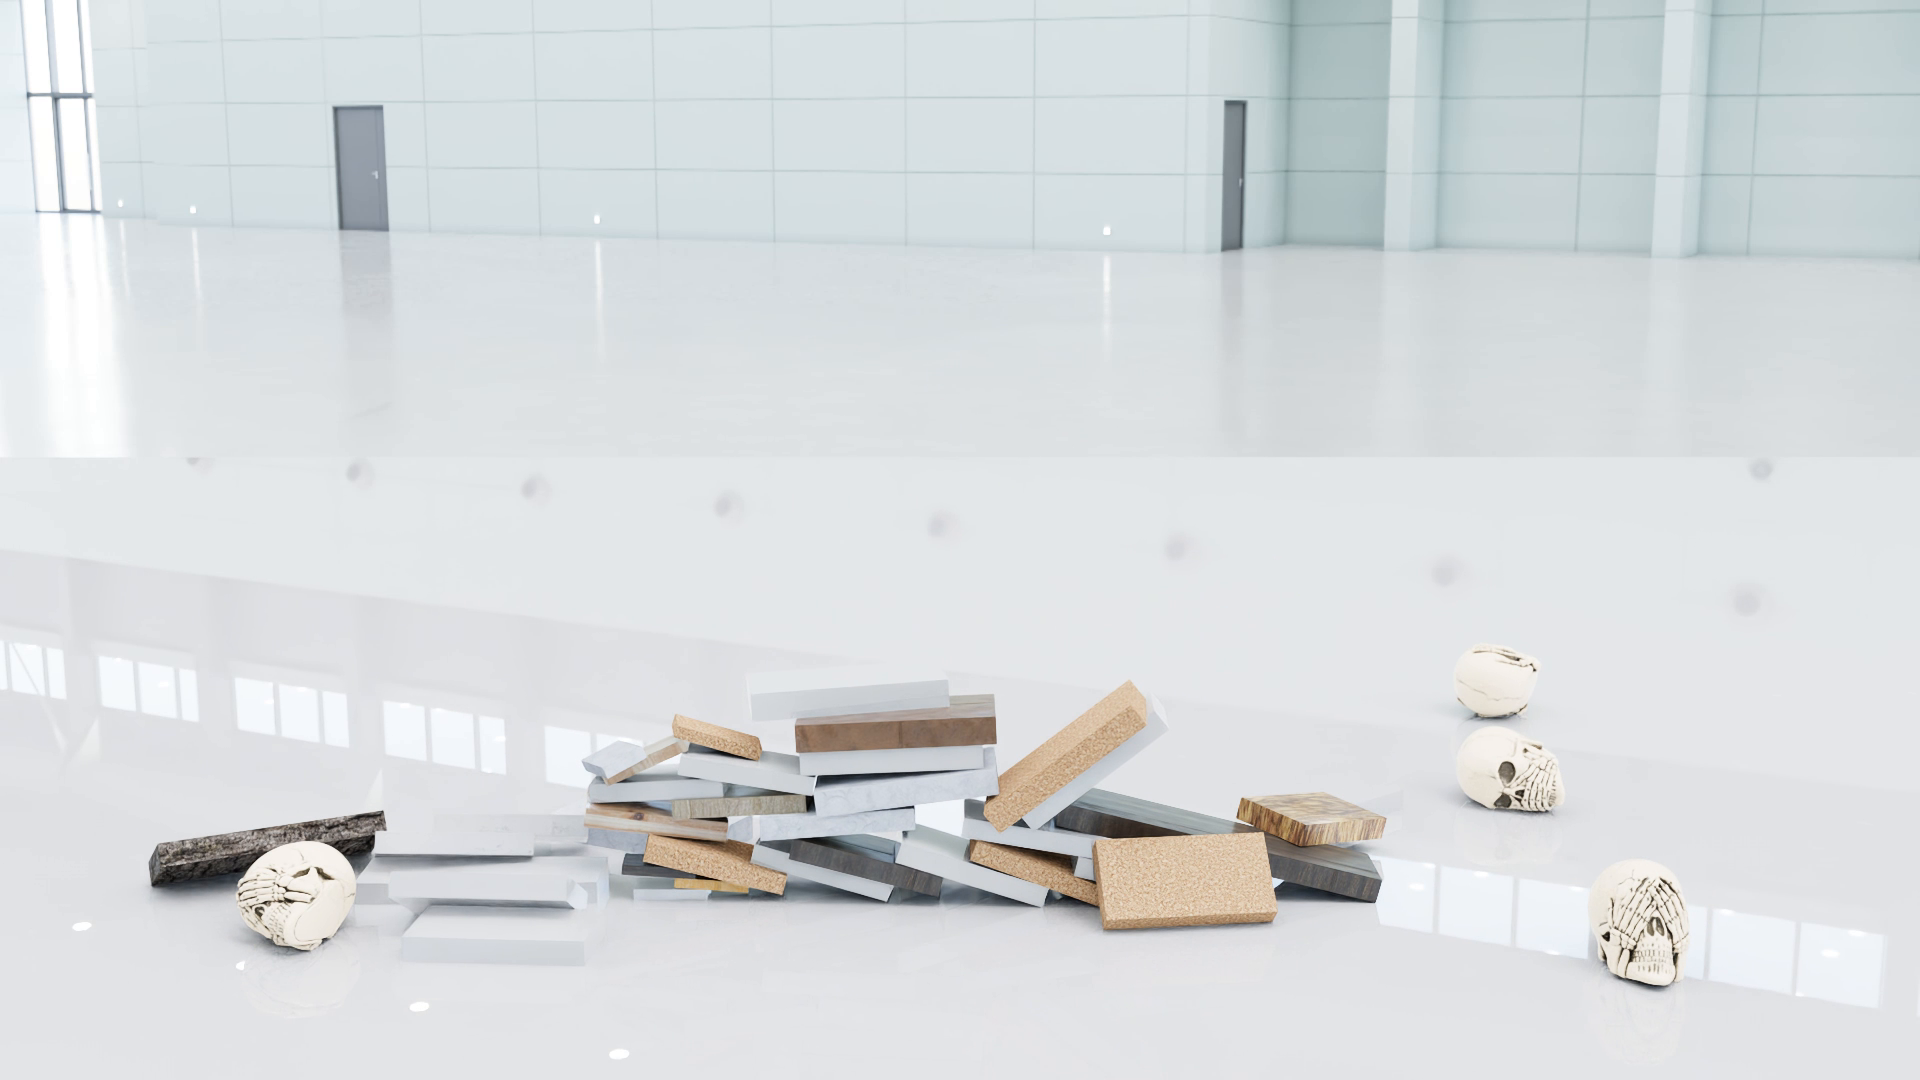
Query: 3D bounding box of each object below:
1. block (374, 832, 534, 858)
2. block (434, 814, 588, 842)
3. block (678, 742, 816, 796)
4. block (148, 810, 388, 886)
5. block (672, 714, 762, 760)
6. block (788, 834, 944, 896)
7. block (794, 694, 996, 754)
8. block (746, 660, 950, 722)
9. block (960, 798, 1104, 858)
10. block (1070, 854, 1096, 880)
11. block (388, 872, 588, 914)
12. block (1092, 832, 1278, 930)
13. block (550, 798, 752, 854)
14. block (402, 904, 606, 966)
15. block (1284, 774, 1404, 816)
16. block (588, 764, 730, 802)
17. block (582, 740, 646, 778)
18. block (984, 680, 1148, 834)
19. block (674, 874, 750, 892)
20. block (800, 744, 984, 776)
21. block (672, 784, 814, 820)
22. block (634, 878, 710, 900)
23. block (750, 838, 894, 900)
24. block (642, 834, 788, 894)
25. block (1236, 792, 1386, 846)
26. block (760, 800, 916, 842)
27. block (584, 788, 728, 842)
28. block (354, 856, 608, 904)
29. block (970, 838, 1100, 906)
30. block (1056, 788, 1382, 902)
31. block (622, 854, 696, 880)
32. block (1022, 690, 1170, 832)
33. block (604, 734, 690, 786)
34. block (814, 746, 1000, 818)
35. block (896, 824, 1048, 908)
[{"bbox_3d":[-0.862,0.522,3.745,0.259,0.037,0.130,3,-13,-14],"label":"block"},{"bbox_3d":[-0.778,0.501,3.824,0.259,0.037,0.130,2,-13,-10],"label":"block"},{"bbox_3d":[-0.348,0.376,3.647,0.222,0.031,0.111,9,10,-1],"label":"block"},{"bbox_3d":[-1.176,0.523,3.741,0.370,0.040,0.141,-6,-18,-28],"label":"block"},{"bbox_3d":[-0.403,0.327,3.649,0.146,0.021,0.073,17,7,-13],"label":"block"},{"bbox_3d":[-0.152,0.526,3.656,0.253,0.036,0.126,14,9,-1],"label":"block"},{"bbox_3d":[-0.104,0.302,3.637,0.326,0.046,0.163,-3,9,0],"label":"block"},{"bbox_3d":[-0.191,0.251,3.689,0.326,0.046,0.163,-4,9,-7],"label":"block"},{"bbox_3d":[0.119,0.478,3.646,0.232,0.033,0.116,9,10,-1],"label":"block"},{"bbox_3d":[0.303,0.549,3.653,0.232,0.033,0.116,13,10,-3],"label":"block"},{"bbox_3d":[-0.750,0.566,3.507,0.283,0.040,0.141,1,-20,4],"label":"block"},{"bbox_3d":[0.361,0.549,3.542,0.278,0.139,0.039,-1,-33,-8],"label":"block"},{"bbox_3d":[-0.555,0.514,3.953,0.326,0.046,0.163,5,12,26],"label":"block"},{"bbox_3d":[-0.708,0.615,3.424,0.283,0.040,0.141,1,11,4],"label":"block"},{"bbox_3d":[0.685,0.494,4.084,0.270,0.038,0.135,-9,14,-41],"label":"block"},{"bbox_3d":[-0.498,0.404,3.678,0.222,0.031,0.111,-3,9,5],"label":"block"},{"bbox_3d":[-0.573,0.362,3.639,0.073,0.021,0.146,-28,10,-21],"label":"block"},{"bbox_3d":[0.172,0.351,3.582,0.299,0.042,0.149,-38,7,10],"label":"block"},{"bbox_3d":[-0.412,0.565,3.665,0.121,0.017,0.061,5,10,-3],"label":"block"},{"bbox_3d":[-0.110,0.345,3.650,0.299,0.042,0.149,-2,9,1],"label":"block"},{"bbox_3d":[-0.360,0.429,3.664,0.222,0.031,0.111,-3,9,4],"label":"block"},{"bbox_3d":[-0.480,0.581,3.670,0.122,0.017,0.061,0,11,0],"label":"block"},{"bbox_3d":[-0.223,0.540,3.679,0.235,0.033,0.117,15,9,4],"label":"block"},{"bbox_3d":[-0.406,0.528,3.664,0.235,0.033,0.117,15,9,-7],"label":"block"},{"bbox_3d":[0.614,0.484,3.829,0.135,0.038,0.270,21,10,40],"label":"block"},{"bbox_3d":[-0.202,0.455,3.649,0.253,0.036,0.126,-4,9,-1],"label":"block"},{"bbox_3d":[-0.510,0.459,3.688,0.235,0.033,0.117,7,10,-10],"label":"block"},{"bbox_3d":[-0.797,0.569,3.681,0.398,0.037,0.130,0,11,-1],"label":"block"},{"bbox_3d":[0.131,0.537,3.646,0.232,0.033,0.116,20,9,-4],"label":"block"},{"bbox_3d":[0.427,0.502,3.679,0.543,0.039,0.139,14,10,-2],"label":"block"},{"bbox_3d":[-0.498,0.542,3.655,0.122,0.017,0.061,4,10,-4],"label":"block"},{"bbox_3d":[0.218,0.361,3.618,0.278,0.039,0.139,-38,7,8],"label":"block"},{"bbox_3d":[-0.519,0.360,3.641,0.146,0.021,0.073,-24,10,0],"label":"block"},{"bbox_3d":[-0.087,0.400,3.640,0.299,0.042,0.149,-7,9,1],"label":"block"},{"bbox_3d":[0.018,0.535,3.651,0.253,0.036,0.126,18,10,-5],"label":"block"}]
